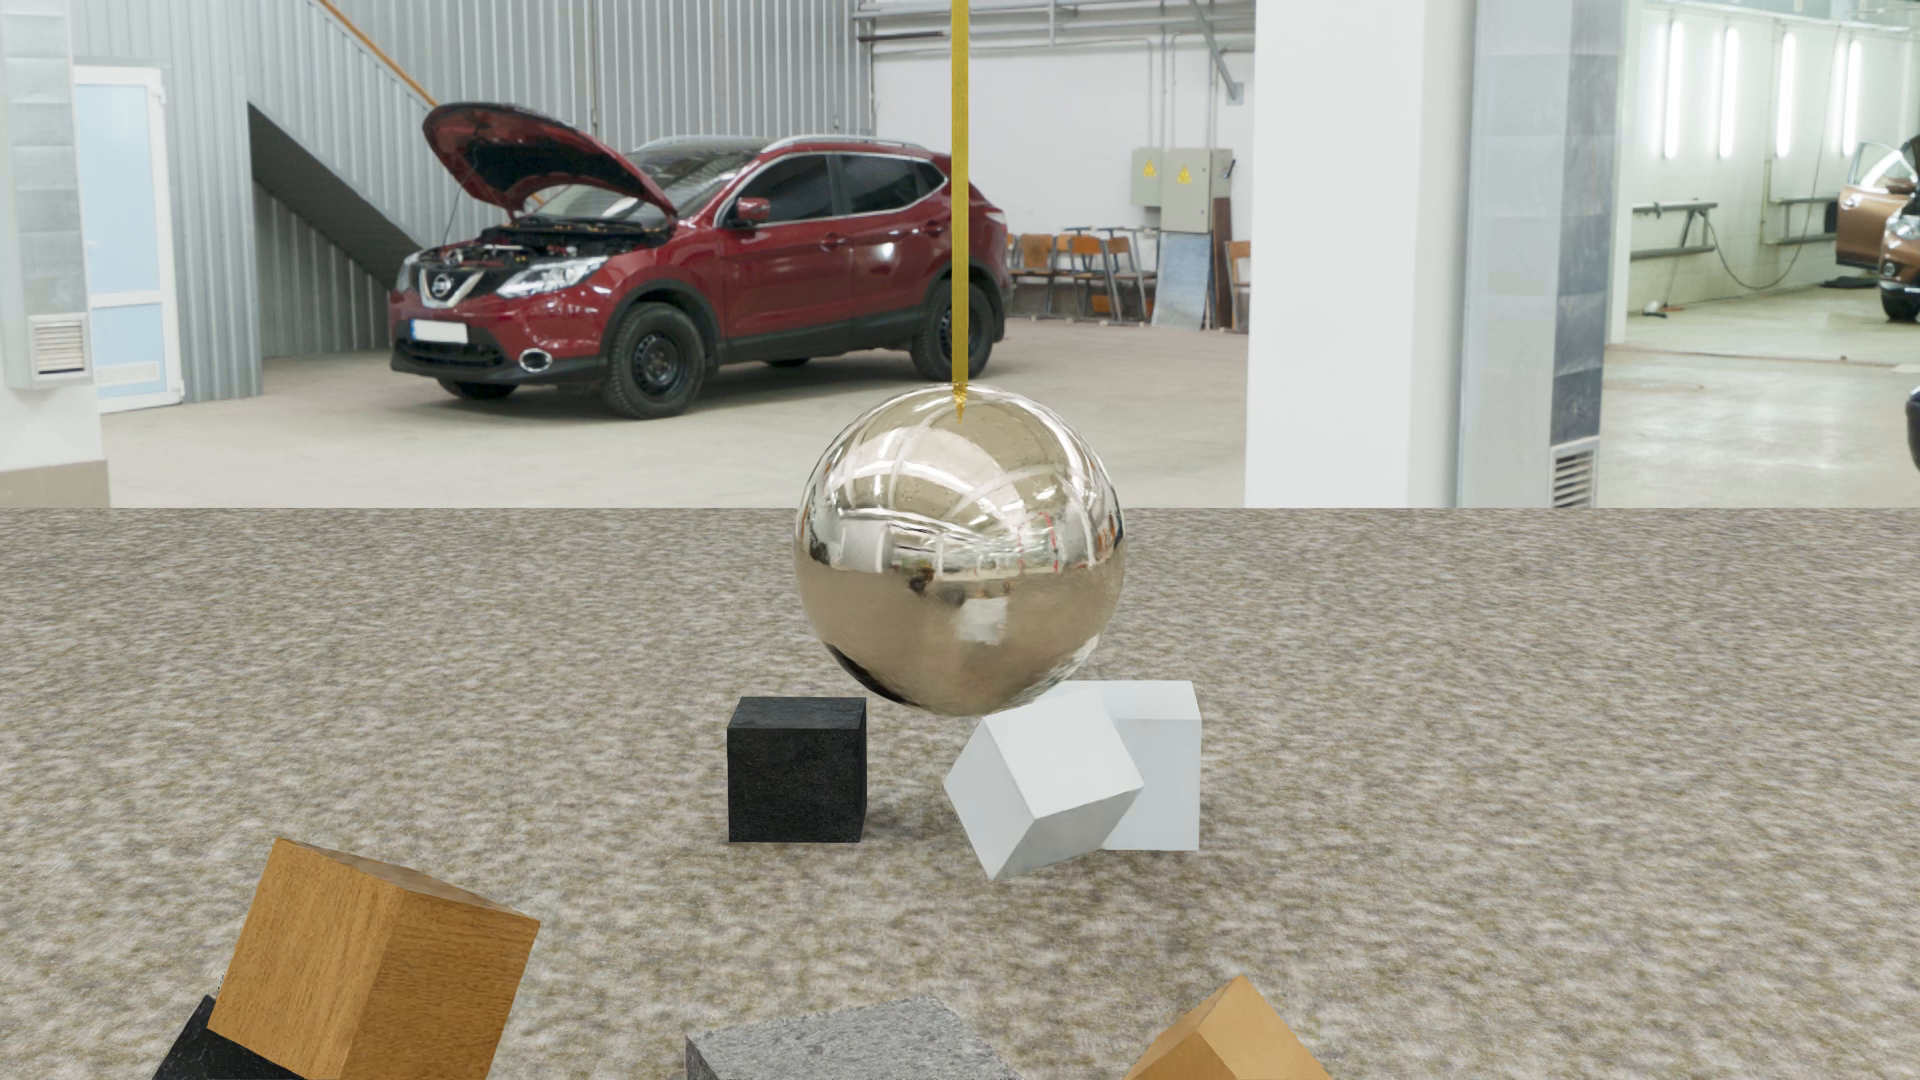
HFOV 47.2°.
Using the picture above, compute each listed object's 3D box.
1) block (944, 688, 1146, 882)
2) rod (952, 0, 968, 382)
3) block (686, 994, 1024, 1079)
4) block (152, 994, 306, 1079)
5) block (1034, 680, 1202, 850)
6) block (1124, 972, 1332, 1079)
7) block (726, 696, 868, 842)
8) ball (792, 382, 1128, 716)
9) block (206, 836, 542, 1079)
[{"bbox_3d":[0.347,1.034,9.285,0.545,0.493,0.570,-13,-29,-29],"label":"block"},{"bbox_3d":[0.000,-3.346,10.287,0.080,5.200,0.080,0,4,0],"label":"rod"},{"bbox_3d":[-0.316,1.952,6.756,0.842,0.742,0.804,-4,11,-22],"label":"block"},{"bbox_3d":[-2.103,1.795,6.577,0.674,0.609,0.552,31,-16,-6],"label":"block"},{"bbox_3d":[0.796,1.149,11.352,0.832,0.678,0.790,0,10,2],"label":"block"},{"bbox_3d":[0.887,1.844,7.411,0.416,0.472,0.474,-44,-8,27],"label":"block"},{"bbox_3d":[-0.834,1.182,11.398,0.663,0.597,0.637,0,10,1],"label":"block"},{"bbox_3d":[0.000,0.045,10.530,1.600,1.600,1.600,0,10,0],"label":"ball"},{"bbox_3d":[-1.642,1.219,6.185,0.564,0.554,0.529,12,-10,36],"label":"block"}]
